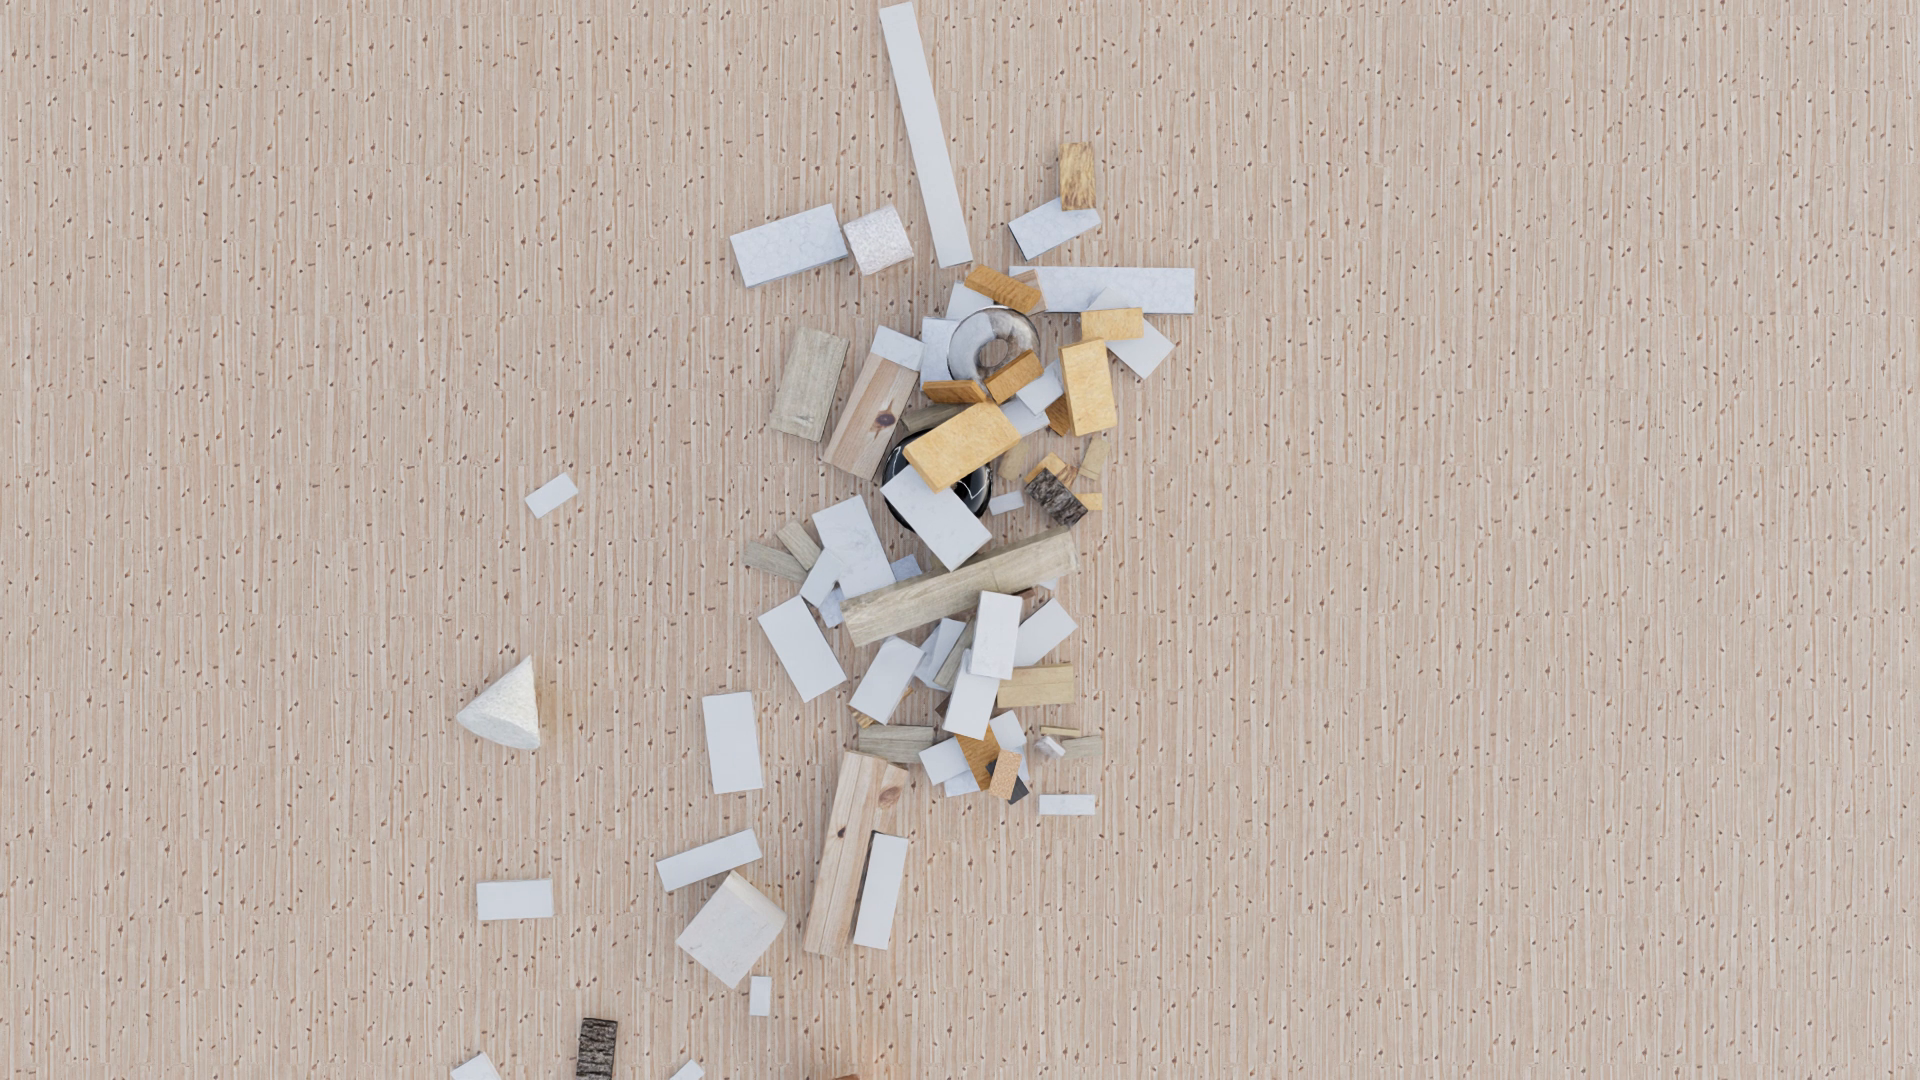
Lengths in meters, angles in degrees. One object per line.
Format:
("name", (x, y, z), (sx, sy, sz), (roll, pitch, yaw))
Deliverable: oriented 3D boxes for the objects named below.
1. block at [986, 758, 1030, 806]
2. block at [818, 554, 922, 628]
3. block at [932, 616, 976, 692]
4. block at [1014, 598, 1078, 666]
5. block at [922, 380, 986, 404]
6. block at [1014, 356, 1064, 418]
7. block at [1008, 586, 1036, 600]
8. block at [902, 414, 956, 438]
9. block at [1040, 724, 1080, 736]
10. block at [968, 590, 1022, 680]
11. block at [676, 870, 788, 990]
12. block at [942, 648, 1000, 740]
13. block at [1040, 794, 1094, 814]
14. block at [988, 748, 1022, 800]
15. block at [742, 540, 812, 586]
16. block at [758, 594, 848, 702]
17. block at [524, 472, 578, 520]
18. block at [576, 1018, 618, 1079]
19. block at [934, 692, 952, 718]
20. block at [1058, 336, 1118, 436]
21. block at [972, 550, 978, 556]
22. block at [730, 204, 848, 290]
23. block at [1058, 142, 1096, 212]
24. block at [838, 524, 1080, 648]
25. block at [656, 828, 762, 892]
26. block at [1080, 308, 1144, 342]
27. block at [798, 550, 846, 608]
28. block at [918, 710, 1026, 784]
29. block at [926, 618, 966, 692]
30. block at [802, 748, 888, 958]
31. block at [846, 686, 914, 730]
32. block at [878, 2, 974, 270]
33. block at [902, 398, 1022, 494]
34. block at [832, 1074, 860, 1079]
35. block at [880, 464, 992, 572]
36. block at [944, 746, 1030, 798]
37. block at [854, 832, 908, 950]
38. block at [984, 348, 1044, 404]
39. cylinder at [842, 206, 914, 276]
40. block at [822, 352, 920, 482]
("block", (0.154, 0.780, 5.373), (0.075, 0.021, 0.150), (-34, 85, -2))
("block", (-0.297, 0.169, 5.485), (0.360, 0.030, 0.105), (-25, 90, 0))
("block", (0.031, 0.388, 5.419), (0.127, 0.036, 0.255), (31, 87, -8))
("block", (0.254, 0.321, 5.482), (0.255, 0.036, 0.127), (-40, 90, 0))
("block", (-0.020, -0.485, 5.399), (0.189, 0.095, 0.027), (1, 63, 31))
("block", (0.289, -0.505, 5.432), (0.201, 0.028, 0.100), (-40, 81, -12))
("block", (0.161, 0.193, 5.455), (0.172, 0.086, 0.024), (-23, 107, 0))
("block", (-0.102, -0.390, 5.455), (0.175, 0.088, 0.025), (-17, 118, 0))
("block", (0.331, 0.632, 5.467), (0.131, 0.065, 0.018), (6, 90, 0))
("block", (0.115, 0.311, 5.363), (0.136, 0.039, 0.272), (10, 81, -10))
("block", (-0.741, 1.266, 5.381), (0.239, 0.239, 0.239), (39, 90, 0))
("block", (0.045, 0.503, 5.378), (0.136, 0.039, 0.272), (17, 85, -9))
("block", (0.356, 0.880, 5.491), (0.185, 0.018, 0.065), (0, 90, 0))
("block", (0.147, 0.761, 5.353), (0.075, 0.021, 0.150), (16, 85, 2))
("block", (-0.577, 0.087, 5.489), (0.288, 0.023, 0.081), (20, 90, 0))
("block", (-0.522, 0.359, 5.477), (0.161, 0.046, 0.322), (-29, 90, 0))
("block", (-1.358, -0.148, 5.489), (0.162, 0.023, 0.081), (-33, 90, 0))
("block", (-1.209, 1.711, 5.484), (0.114, 0.032, 0.228), (6, 90, 0))
("block", (0.025, 0.528, 5.485), (0.103, 0.029, 0.206), (45, 90, 0))
("block", (0.419, -0.504, 5.414), (0.149, 0.042, 0.297), (-16, 110, -13))
("block", (0.033, 0.014, 5.407), (0.024, 0.172, 0.086), (-20, 79, 3))
("block", (-0.566, -0.975, 5.475), (0.354, 0.050, 0.177), (-18, 90, 0))
("block", (0.387, -1.203, 5.452), (0.113, 0.032, 0.226), (-3, 77, 6))
("block", (0.001, 0.151, 5.407), (0.786, 0.046, 0.161), (-19, 123, 0))
("block", (-0.833, 1.062, 5.485), (0.338, 0.029, 0.103), (-20, 90, 0))
("block", (0.499, -0.705, 5.410), (0.201, 0.028, 0.100), (-4, 101, 1))
("block", (-0.453, 0.128, 5.433), (0.088, 0.025, 0.176), (37, 108, 19))
("block", (0.043, 0.685, 5.444), (0.341, 0.033, 0.117), (-25, 85, -1))
("block", (-0.028, 0.383, 5.454), (0.117, 0.033, 0.234), (14, 90, 0))
("block", (-0.382, 1.037, 5.445), (0.140, 0.040, 0.686), (13, 96, 0))
("block", (-0.265, 0.523, 5.464), (0.210, 0.030, 0.105), (-38, 71, -3))
("block", (-0.113, -1.344, 5.484), (0.113, 0.032, 0.881), (-13, 90, 0))
("block", (0.008, -0.309, 5.353), (0.352, 0.050, 0.176), (-33, 76, -24))
("block", (-0.427, 1.920, 5.382), (0.237, 0.237, 0.237), (-13, 90, 0))
("block", (-0.078, -0.086, 5.323), (0.176, 0.050, 0.352), (-41, 78, -2))
("block", (0.079, 0.754, 5.480), (0.280, 0.040, 0.140), (-12, 90, 0))
("block", (-0.262, 1.165, 5.484), (0.114, 0.032, 0.374), (11, 90, 0))
("block", (0.177, -0.534, 5.387), (0.189, 0.027, 0.095), (-35, 129, -2))
("cylinder", (-0.269, -0.981, 5.411), (0.179, 0.179, 0.179), (-23, 90, 0))
("block", (-0.295, -0.407, 5.475), (0.177, 0.050, 0.393), (24, 90, 0))
